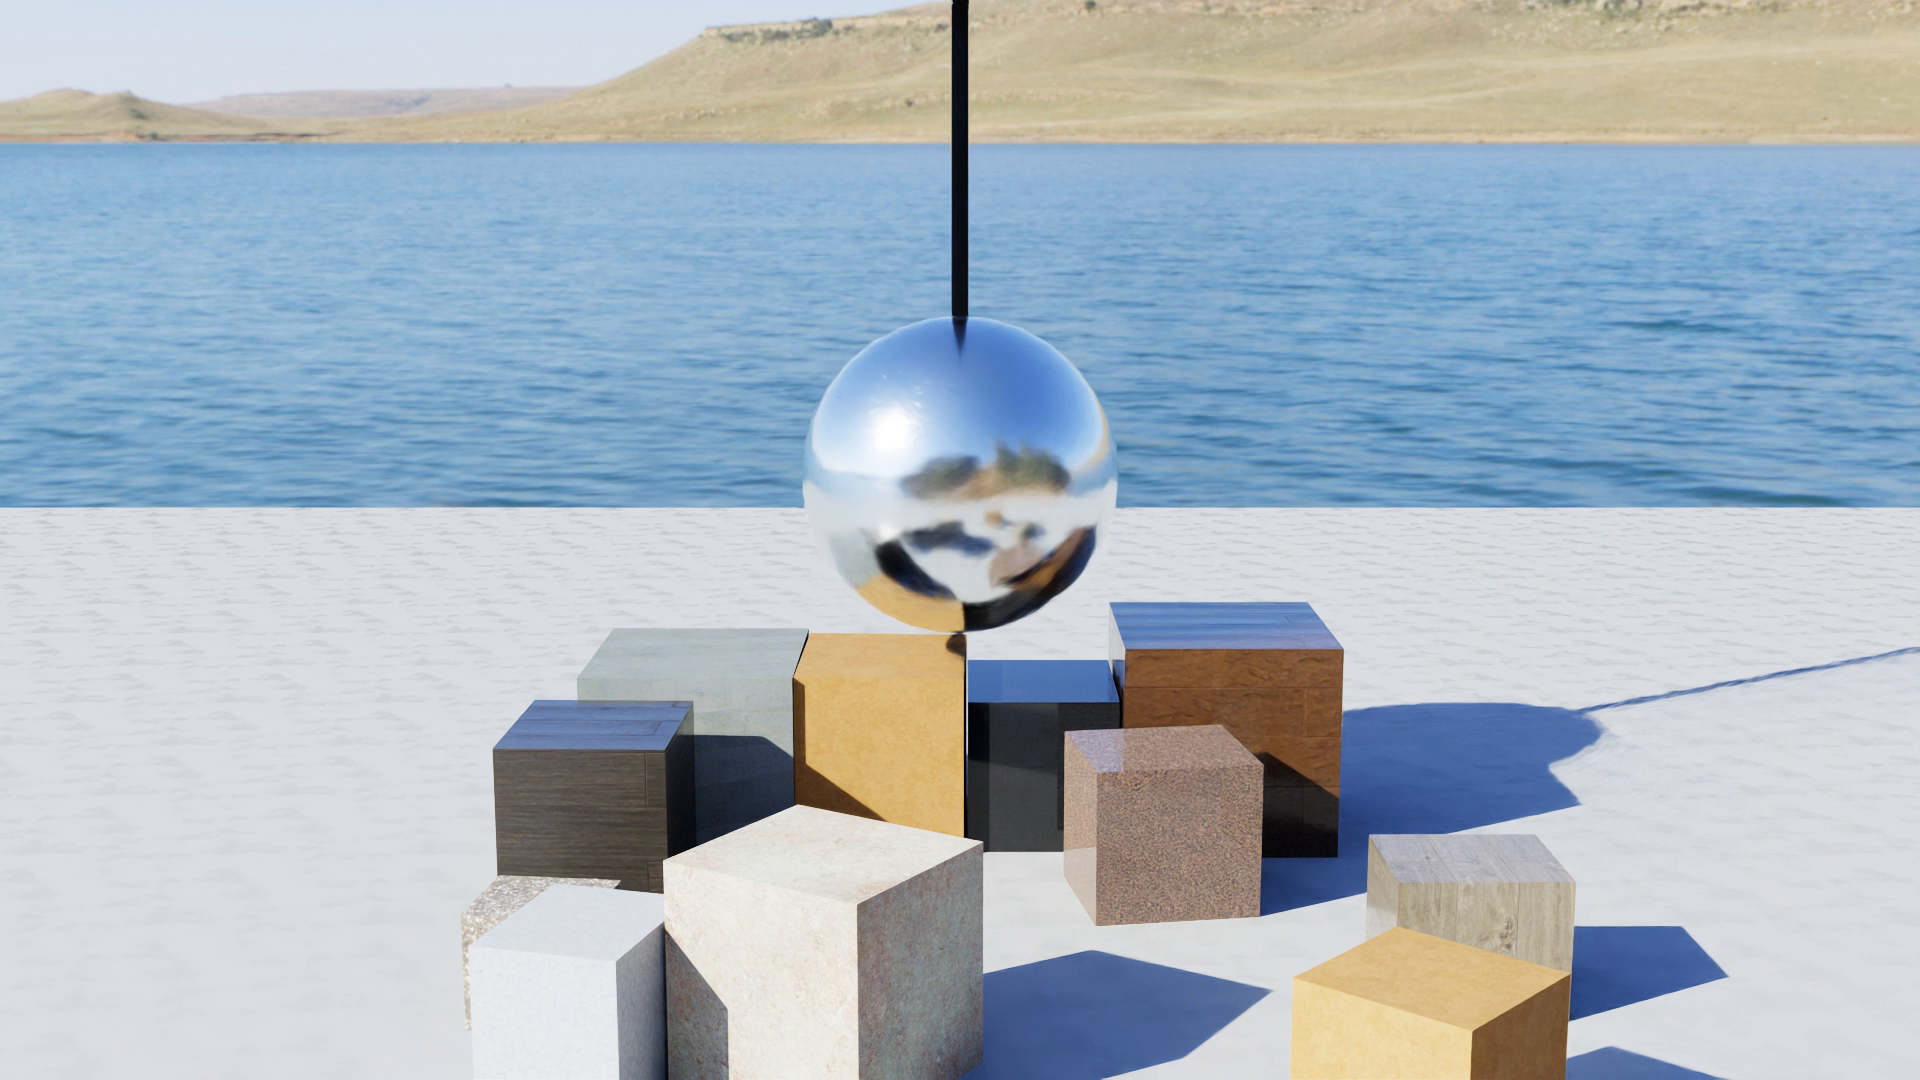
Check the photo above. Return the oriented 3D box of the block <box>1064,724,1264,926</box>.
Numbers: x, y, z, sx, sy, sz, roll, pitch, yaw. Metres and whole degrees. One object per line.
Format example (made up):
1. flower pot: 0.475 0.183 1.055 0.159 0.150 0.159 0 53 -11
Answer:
1. block: 0.937 1.320 10.289 0.770 0.722 0.708 -2 10 -9

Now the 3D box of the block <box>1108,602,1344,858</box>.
1. block: 1.336 0.954 11.354 1.067 1.061 1.110 0 10 0

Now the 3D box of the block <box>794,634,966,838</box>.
1. block: -0.390 1.035 11.323 0.834 0.912 0.986 0 10 1

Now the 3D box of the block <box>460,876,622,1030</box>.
1. block: -1.689 1.684 8.945 0.518 0.486 0.476 1 10 7

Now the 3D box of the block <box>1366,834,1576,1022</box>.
1. block: 2.100 1.599 9.120 0.710 0.590 0.616 0 10 0

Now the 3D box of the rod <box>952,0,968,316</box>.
1. rod: 0.000 -3.677 10.499 0.080 5.200 0.080 0 10 0

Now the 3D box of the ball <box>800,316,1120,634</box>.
1. ball: 0.000 -0.329 11.092 1.600 1.600 1.600 0 10 0

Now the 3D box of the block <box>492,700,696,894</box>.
1. block: -1.673 1.267 10.211 0.766 0.854 0.865 0 10 1

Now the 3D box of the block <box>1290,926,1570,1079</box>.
1. block: 1.605 1.828 7.537 0.679 0.707 0.667 9 14 41

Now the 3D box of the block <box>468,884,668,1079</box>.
1. block: -1.401 1.733 8.245 0.577 0.641 0.702 3 11 15

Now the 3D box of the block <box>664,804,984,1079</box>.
1. block: -0.503 1.598 8.295 0.875 0.887 0.825 7 12 32

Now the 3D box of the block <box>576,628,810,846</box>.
1. block: -1.341 1.026 11.365 1.052 0.916 1.127 0 10 0

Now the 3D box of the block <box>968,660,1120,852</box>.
1. block: 0.414 1.099 11.365 0.750 0.771 0.904 0 10 0
